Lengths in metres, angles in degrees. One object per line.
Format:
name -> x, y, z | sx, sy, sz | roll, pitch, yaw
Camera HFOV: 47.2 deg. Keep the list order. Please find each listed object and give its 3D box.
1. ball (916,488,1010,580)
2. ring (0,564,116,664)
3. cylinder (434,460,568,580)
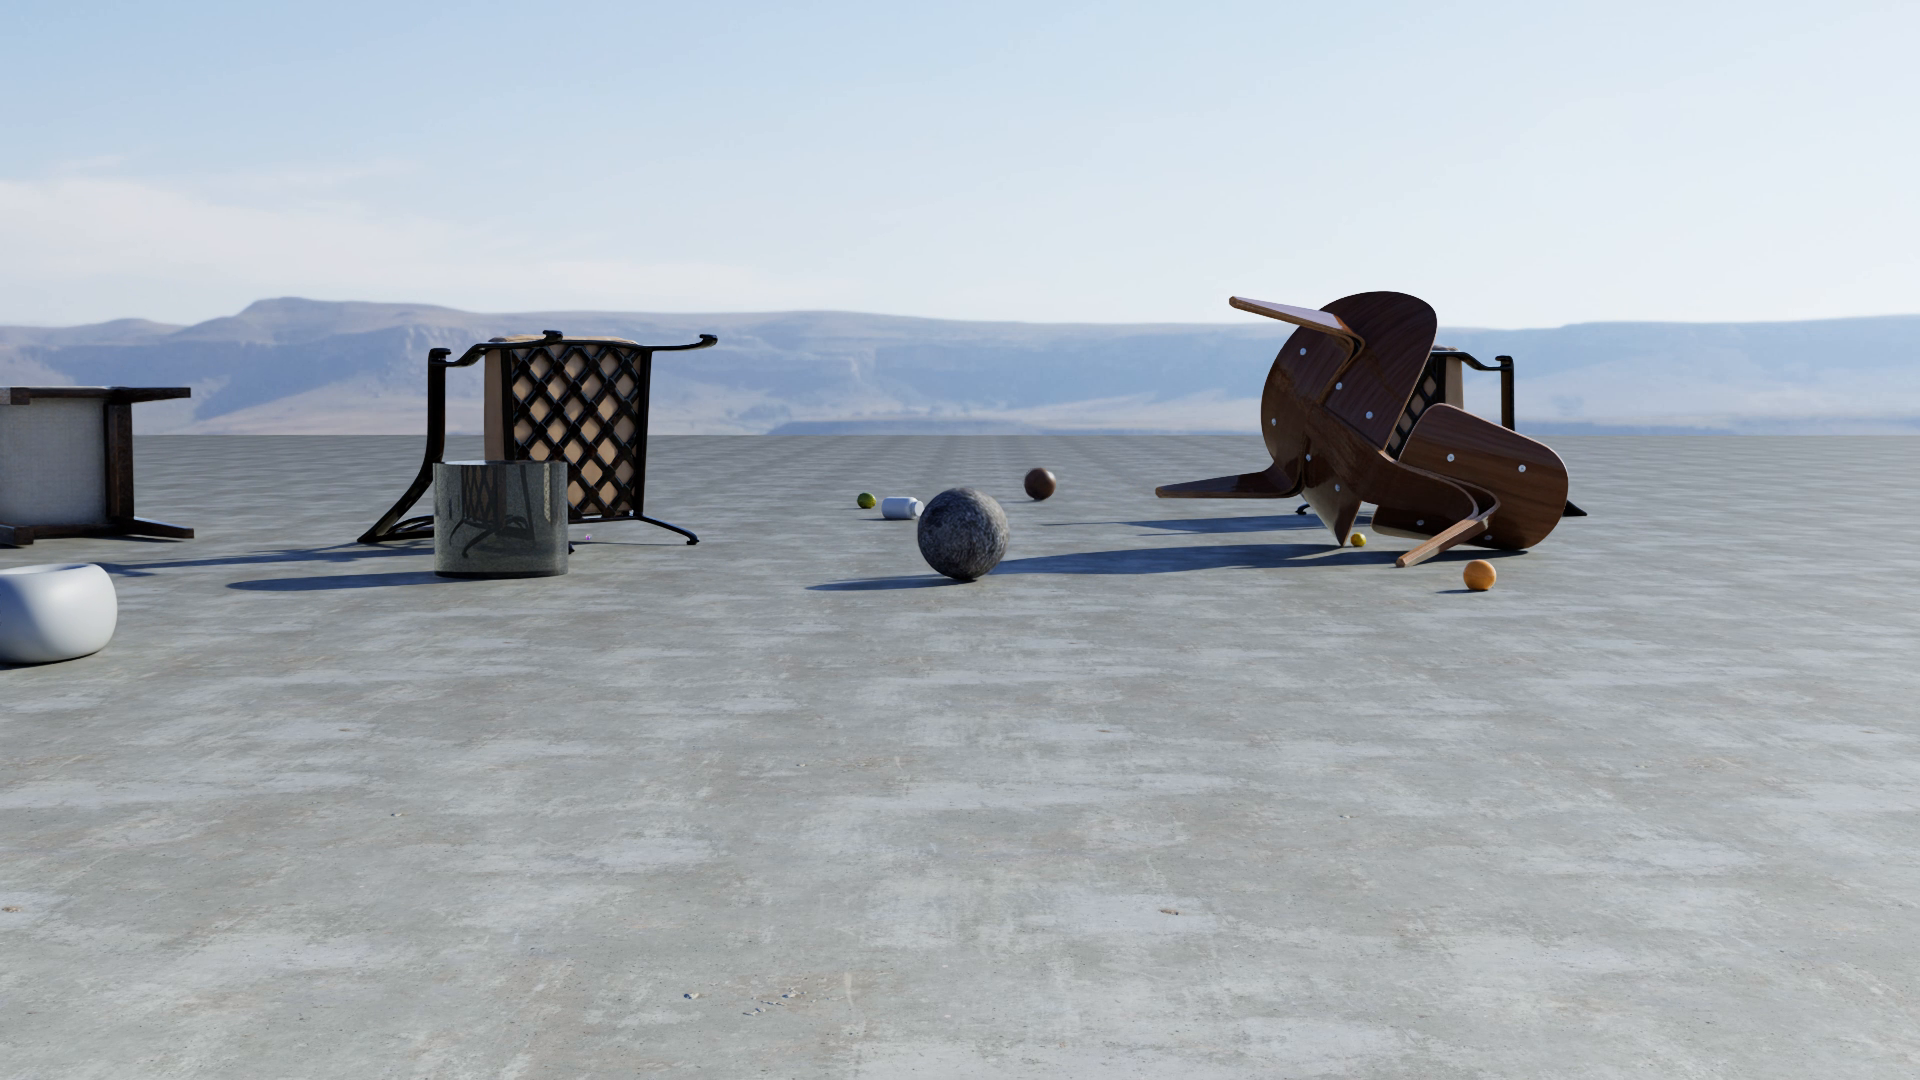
ball -> 0.008, -0.015, 5.176 | 0.218, 0.218, 0.218 | 0, 4, 0
ring -> -1.547, 0.121, 3.720 | 0.215, 0.147, 0.432 | -3, 3, -10
cylinder -> -1.117, -0.054, 5.352 | 0.320, 0.271, 0.343 | -1, 4, -21
